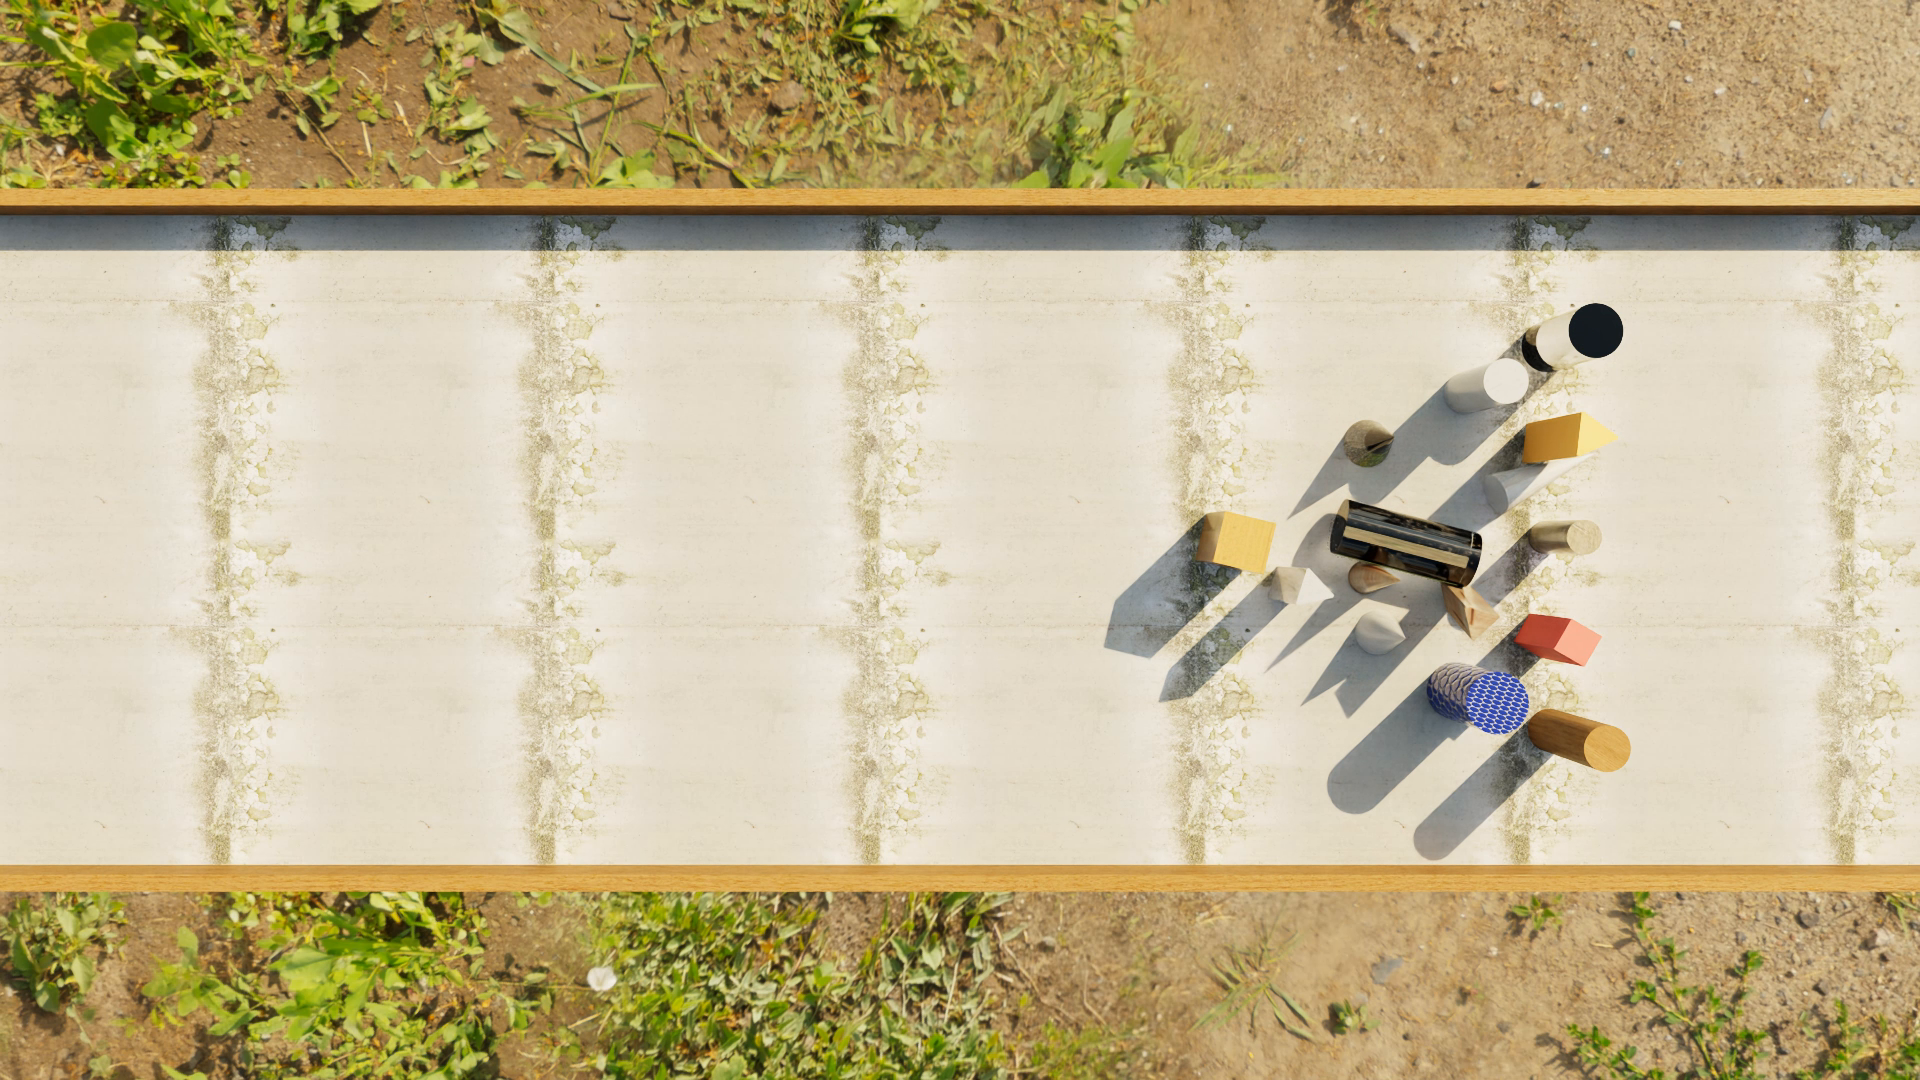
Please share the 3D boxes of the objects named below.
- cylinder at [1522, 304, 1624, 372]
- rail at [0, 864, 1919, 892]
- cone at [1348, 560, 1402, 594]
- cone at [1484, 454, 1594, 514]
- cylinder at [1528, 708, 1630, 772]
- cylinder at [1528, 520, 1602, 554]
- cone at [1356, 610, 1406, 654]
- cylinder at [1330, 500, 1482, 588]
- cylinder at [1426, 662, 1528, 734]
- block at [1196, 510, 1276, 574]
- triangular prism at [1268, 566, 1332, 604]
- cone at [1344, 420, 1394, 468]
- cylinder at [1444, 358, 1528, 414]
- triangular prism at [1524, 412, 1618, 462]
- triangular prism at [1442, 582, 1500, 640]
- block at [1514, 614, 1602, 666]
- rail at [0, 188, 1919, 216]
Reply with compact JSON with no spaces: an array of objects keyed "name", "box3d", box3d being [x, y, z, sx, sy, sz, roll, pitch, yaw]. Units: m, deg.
[{"name":"cylinder","box3d":[1.807,-0.595,4.881,0.158,0.390,0.158,0,90,0]},{"name":"rail","box3d":[-2.247,1.025,5.001,12.000,0.150,0.050,0,90,0]},{"name":"cone","box3d":[1.246,0.115,4.865,0.104,0.423,0.104,0,90,0]},{"name":"cone","box3d":[1.795,-0.204,5.045,0.362,0.127,0.127,-21,90,-10]},{"name":"cylinder","box3d":[1.814,0.585,4.848,0.132,0.457,0.132,0,90,0]},{"name":"cylinder","box3d":[1.799,-0.008,4.914,0.101,0.324,0.101,0,90,0]},{"name":"cone","box3d":[1.287,0.284,4.919,0.140,0.316,0.140,0,90,0]},{"name":"cylinder","box3d":[1.347,0.010,4.992,0.412,0.170,0.170,15,90,0]},{"name":"cylinder","box3d":[1.525,0.463,4.877,0.178,0.398,0.178,0,90,0]},{"name":"block","box3d":[0.813,0.007,4.894,0.150,0.366,0.150,14,90,0]},{"name":"triangular prism","box3d":[0.989,0.125,4.859,0.107,0.434,0.092,-12,90,0]},{"name":"cone","box3d":[1.253,-0.297,4.913,0.146,0.326,0.146,0,90,0]},{"name":"cylinder","box3d":[1.555,-0.452,4.886,0.129,0.382,0.129,0,90,0]},{"name":"triangular prism","box3d":[1.768,-0.311,4.851,0.124,0.451,0.108,-24,90,0]},{"name":"triangular prism","box3d":[1.488,0.187,4.885,0.088,0.364,0.102,44,102,-4]},{"name":"block","box3d":[1.772,0.295,4.902,0.101,0.348,0.101,30,90,0]},{"name":"rail","box3d":[-2.247,-1.025,5.002,12.000,0.150,0.050,0,90,0]}]
